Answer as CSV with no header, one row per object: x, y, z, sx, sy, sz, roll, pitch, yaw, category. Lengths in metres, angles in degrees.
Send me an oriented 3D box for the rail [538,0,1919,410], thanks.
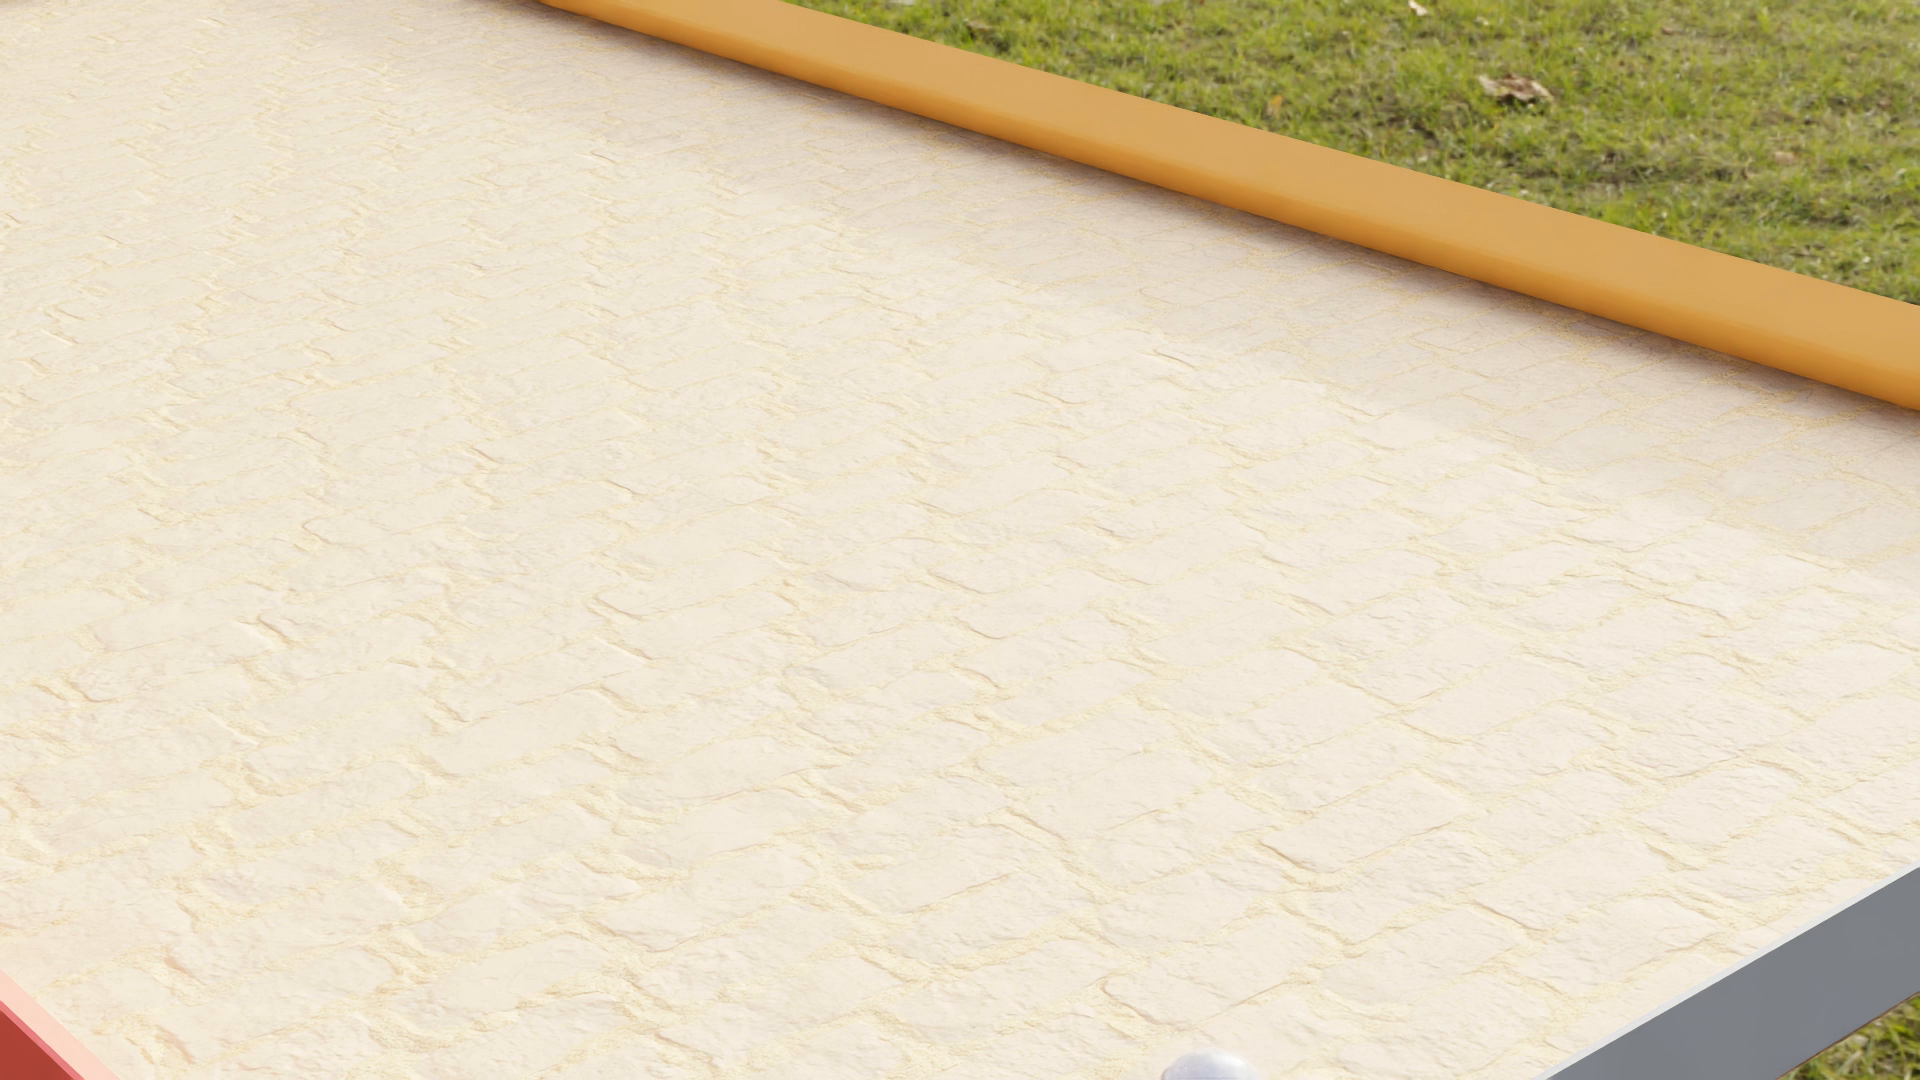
0.119,-0.511,3.592,0.045,0.099,3.553,-18,29,-37,rail

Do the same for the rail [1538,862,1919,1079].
0.565,0.233,1.810,1.895,0.099,0.045,-18,29,-37,rail

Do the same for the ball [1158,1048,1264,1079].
0.141,0.318,1.651,0.066,0.066,0.066,0,23,0,ball

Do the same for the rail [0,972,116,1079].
-1.280,-0.045,2.477,0.045,0.099,3.553,-18,29,-37,rail
